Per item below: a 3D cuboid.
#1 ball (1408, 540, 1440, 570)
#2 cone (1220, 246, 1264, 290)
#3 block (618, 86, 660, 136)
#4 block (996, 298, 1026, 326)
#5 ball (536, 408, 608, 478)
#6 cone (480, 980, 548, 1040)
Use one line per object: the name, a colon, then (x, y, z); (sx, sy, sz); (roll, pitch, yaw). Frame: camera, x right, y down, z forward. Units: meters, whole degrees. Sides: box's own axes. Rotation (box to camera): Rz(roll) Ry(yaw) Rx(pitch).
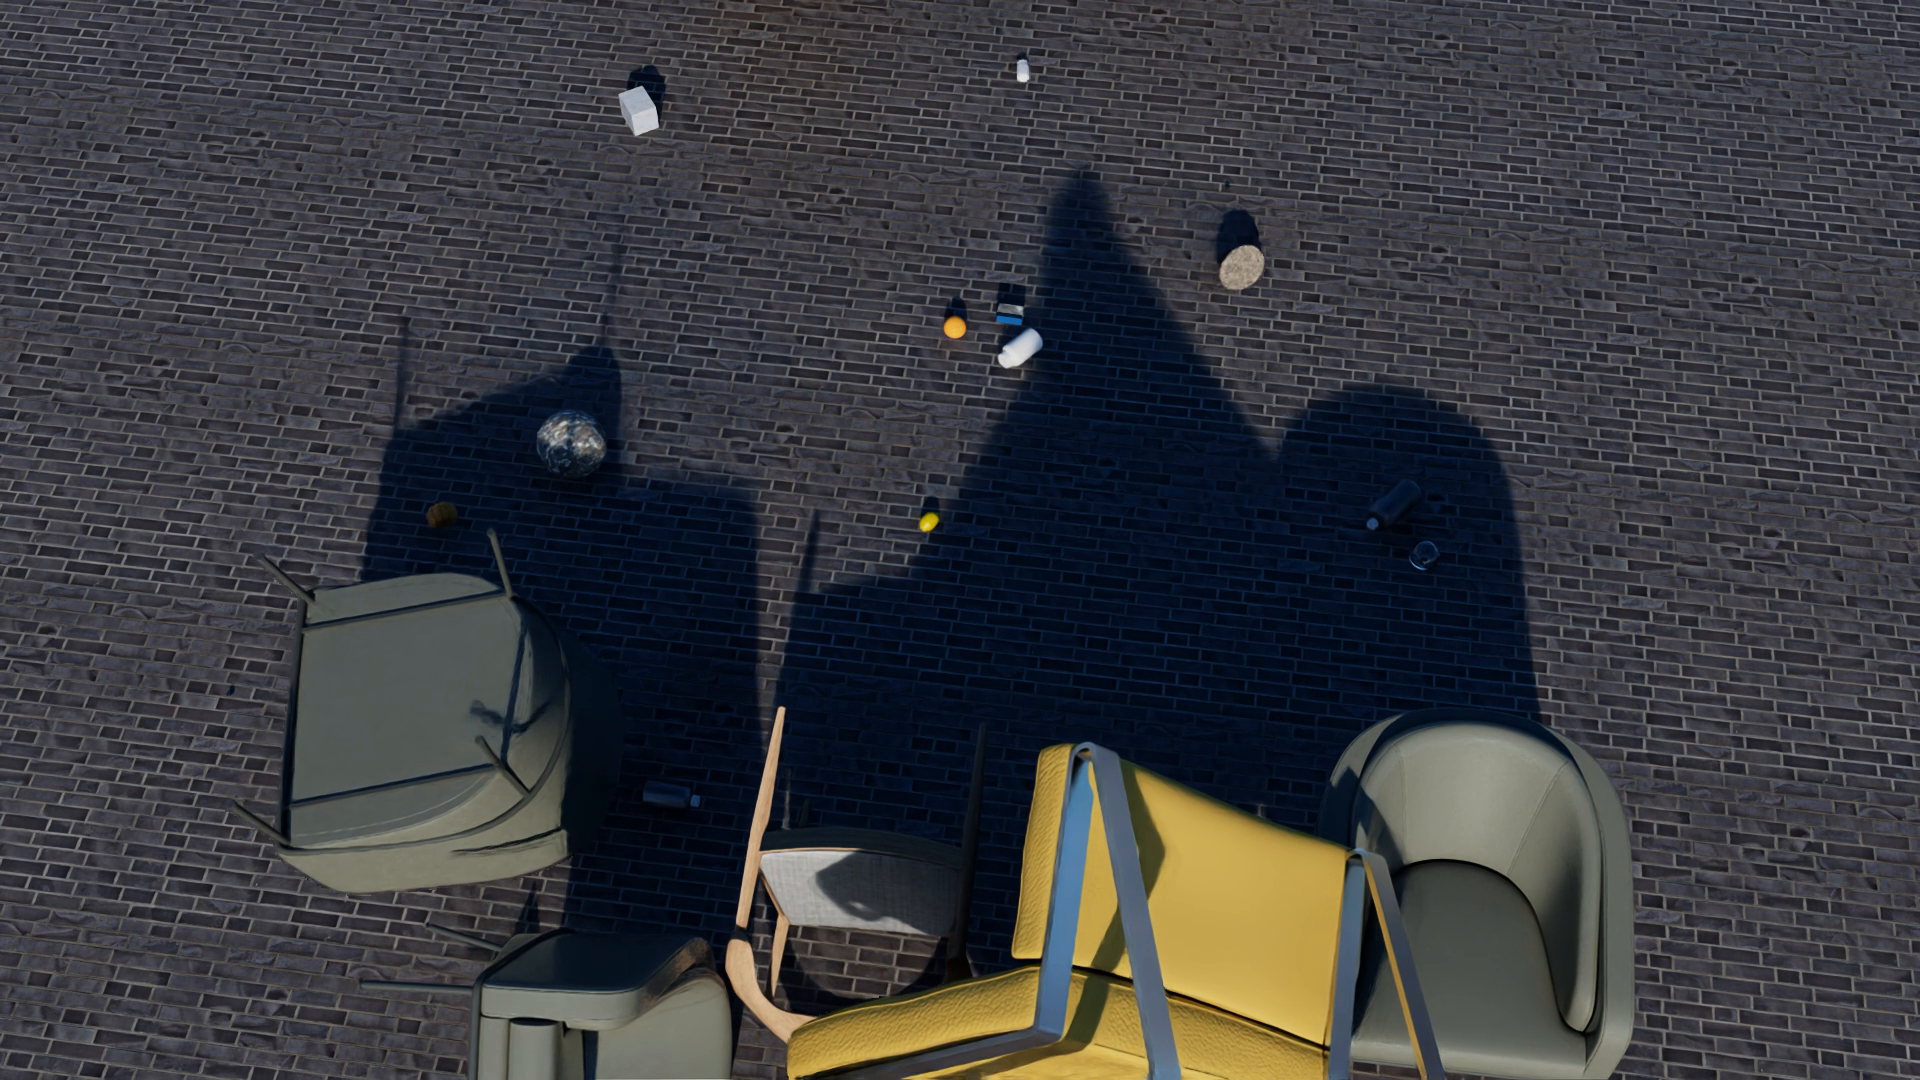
ball: (1.371, 0.044, 6.489); (0.092, 0.092, 0.092); (0, 56, 0)
cone: (0.882, -0.910, 7.144); (0.159, 0.147, 0.151); (-42, 33, 4)
block: (-1.095, -1.464, 7.497); (0.089, 0.097, 0.114); (-24, 59, -15)
block: (0.161, -0.730, 7.032); (0.084, 0.053, 0.059); (9, 57, 6)
ball: (-1.173, -0.290, 6.641); (0.211, 0.211, 0.211); (0, 56, 0)
cone: (-1.168, 1.179, 5.677); (0.180, 0.174, 0.162); (-31, 62, -19)
